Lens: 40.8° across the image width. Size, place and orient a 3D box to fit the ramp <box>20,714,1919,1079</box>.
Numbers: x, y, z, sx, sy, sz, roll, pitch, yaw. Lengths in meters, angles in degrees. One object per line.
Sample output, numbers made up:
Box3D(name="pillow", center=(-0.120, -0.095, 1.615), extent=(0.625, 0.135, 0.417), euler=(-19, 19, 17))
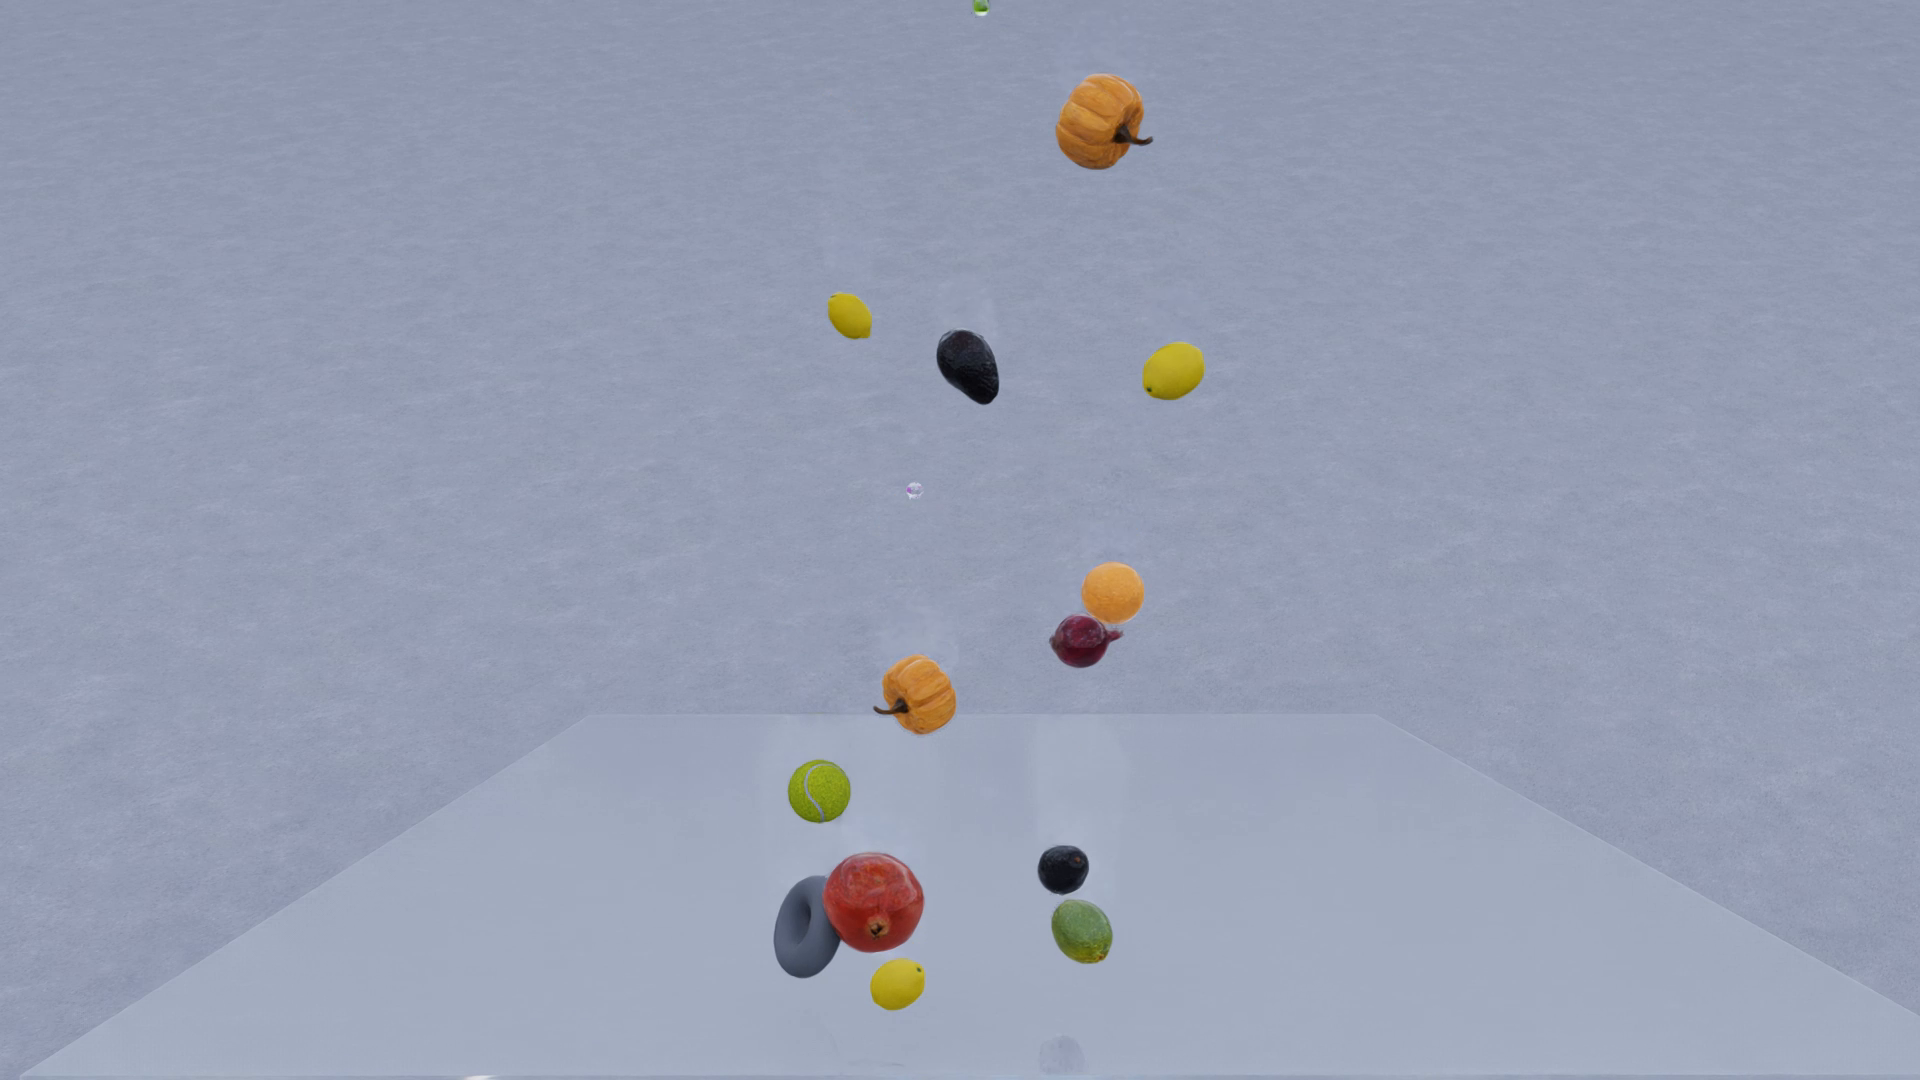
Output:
Box3D(name="ramp", center=(0.060, 0.539, 4.575), extent=(2.000, 0.100, 4.000), euler=(0, 1, 0))

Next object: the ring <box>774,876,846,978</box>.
Box3D(name="ring", center=(-0.175, 0.448, 2.993), extent=(0.040, 0.120, 0.120), euler=(21, 15, -30))
